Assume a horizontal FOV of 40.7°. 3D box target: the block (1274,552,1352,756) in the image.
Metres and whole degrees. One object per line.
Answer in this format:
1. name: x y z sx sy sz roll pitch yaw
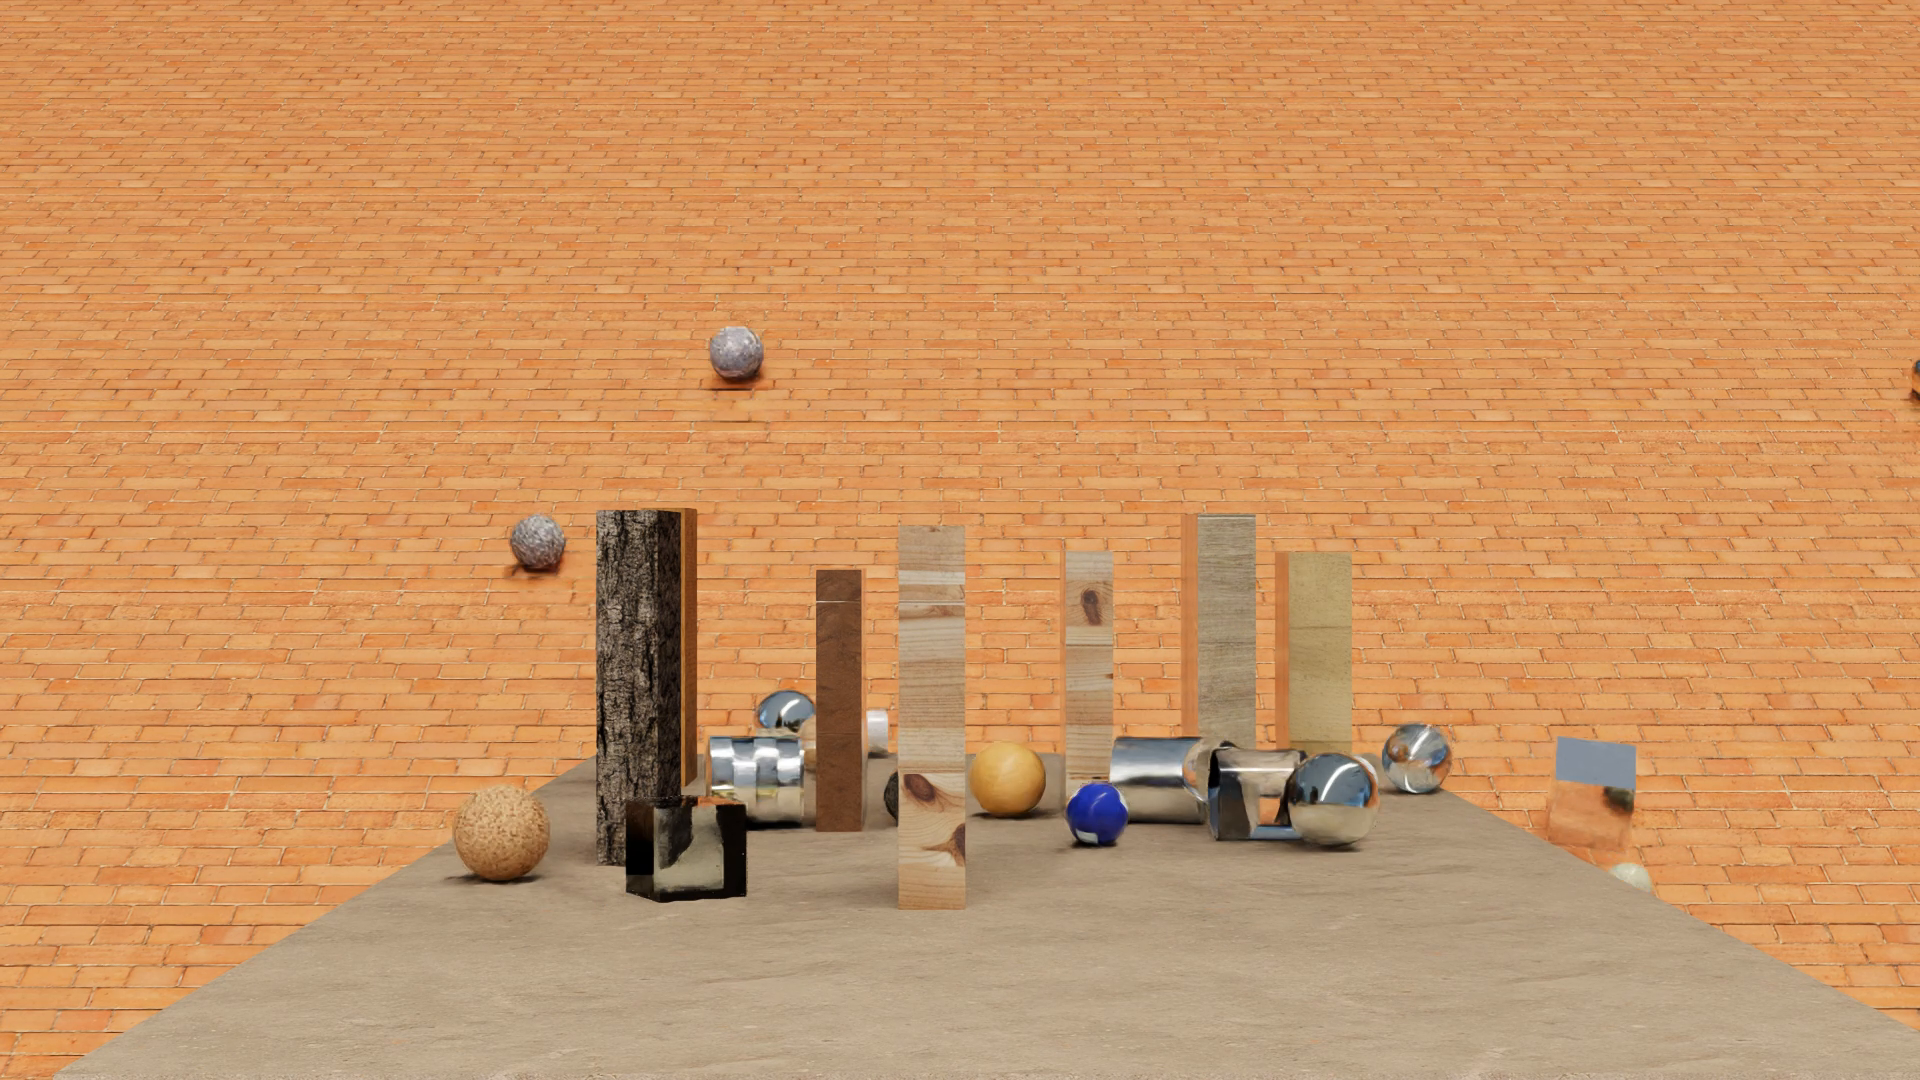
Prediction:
1. block: 0.785 0.288 5.757 0.137 0.521 0.247 0 0 0

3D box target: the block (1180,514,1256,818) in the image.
1. block: 0.525 0.248 5.287 0.115 0.600 0.384 0 0 0

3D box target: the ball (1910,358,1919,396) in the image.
1. ball: 3.230 -0.542 8.550 0.169 0.169 0.169 0 30 0

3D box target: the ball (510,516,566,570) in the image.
1. ball: -1.241 0.007 7.609 0.160 0.160 0.160 0 30 0

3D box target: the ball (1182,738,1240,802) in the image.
1. ball: 0.481 0.435 4.876 0.125 0.125 0.125 0 30 0

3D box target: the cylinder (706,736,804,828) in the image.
1. cylinder: -0.393 0.462 4.949 0.174 0.174 0.174 0 30 -10

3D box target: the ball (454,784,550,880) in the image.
1. ball: -0.738 0.472 4.171 0.154 0.154 0.154 0 30 0

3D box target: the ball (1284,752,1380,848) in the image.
1. ball: 0.657 0.459 4.575 0.169 0.169 0.169 0 30 0

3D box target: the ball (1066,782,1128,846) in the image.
1. ball: 0.246 0.492 4.643 0.113 0.113 0.113 0 30 0

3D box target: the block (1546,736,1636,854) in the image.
1. block: 1.582 0.638 6.483 0.194 0.194 0.194 6 31 11

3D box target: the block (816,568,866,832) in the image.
1. block: -0.228 0.302 5.006 0.085 0.493 0.284 0 0 0

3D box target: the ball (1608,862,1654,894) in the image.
1. ball: 1.606 0.834 6.221 0.117 0.117 0.117 0 30 0

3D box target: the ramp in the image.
1. ramp: 0.067 0.598 4.657 2.000 0.100 4.000 0 0 0

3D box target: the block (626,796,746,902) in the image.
1. block: -0.425 0.477 4.011 0.143 0.143 0.143 0 0 -28

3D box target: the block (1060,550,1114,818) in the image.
1. block: 0.253 0.285 5.201 0.093 0.527 0.292 0 0 0

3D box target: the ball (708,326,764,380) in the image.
1. ball: -0.750 -0.627 8.681 0.185 0.185 0.185 0 30 0

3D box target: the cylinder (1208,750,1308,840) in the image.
1. cylinder: 0.548 0.466 4.737 0.165 0.165 0.165 0 30 -2

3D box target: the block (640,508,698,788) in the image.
1. block: -0.659 0.239 5.875 0.098 0.621 0.267 0 0 0

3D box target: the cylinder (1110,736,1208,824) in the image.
1. cylinder: 0.390 0.465 5.029 0.167 0.167 0.167 0 29 14

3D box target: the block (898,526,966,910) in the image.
1. block: -0.042 0.264 3.981 0.099 0.569 0.287 0 0 0

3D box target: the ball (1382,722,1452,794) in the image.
1. ball: 0.990 0.473 5.609 0.152 0.152 0.152 0 30 0

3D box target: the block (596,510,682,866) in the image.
1. block: -0.561 0.249 4.544 0.103 0.599 0.371 0 0 0

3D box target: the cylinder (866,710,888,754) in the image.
1. cylinder: -0.245 0.485 6.533 0.114 0.114 0.114 0 30 -9

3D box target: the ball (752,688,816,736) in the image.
1. ball: -0.433 0.461 6.490 0.176 0.176 0.176 0 30 0

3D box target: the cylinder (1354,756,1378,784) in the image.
1. cylinder: 0.762 0.493 5.201 0.111 0.111 0.111 0 23 -42

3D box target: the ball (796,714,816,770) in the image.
1. ball: -0.318 0.479 6.114 0.141 0.141 0.141 0 30 0

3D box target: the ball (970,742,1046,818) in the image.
1. ball: 0.095 0.473 5.115 0.151 0.151 0.151 0 30 0
